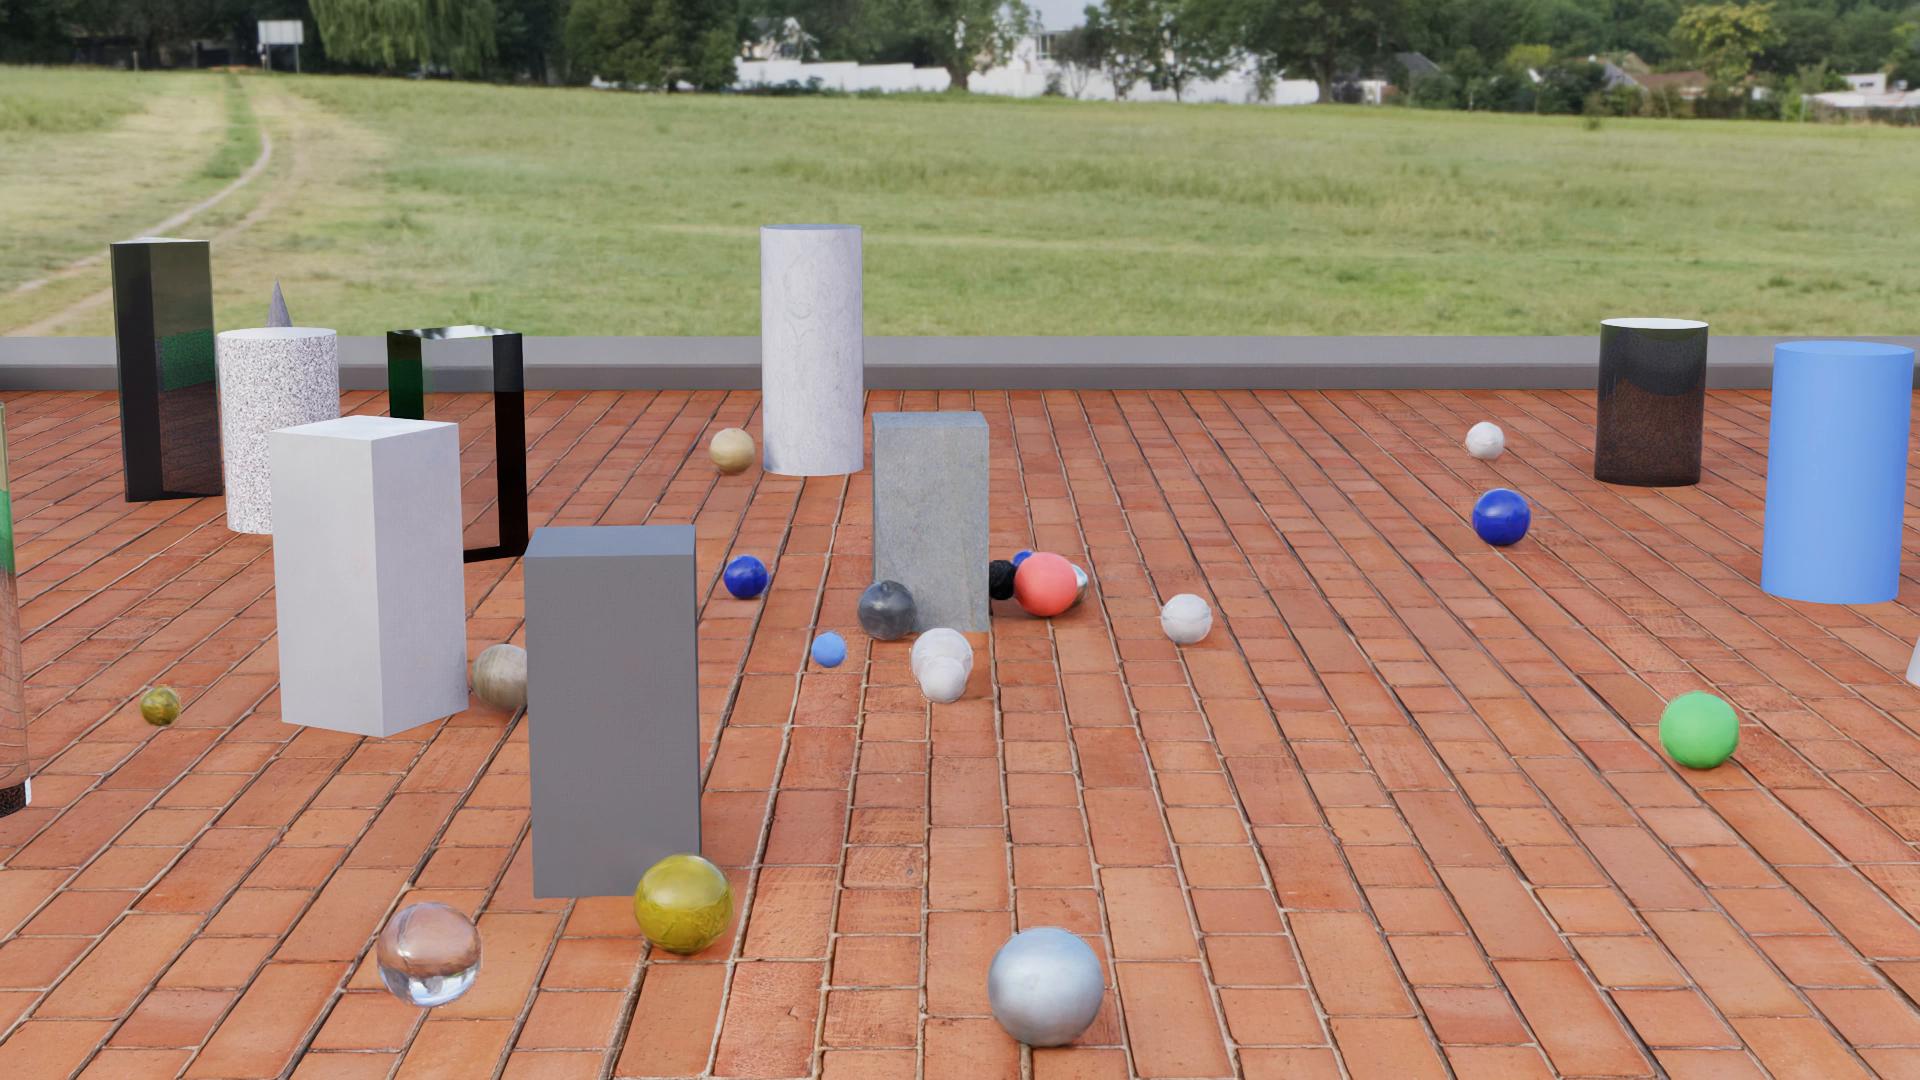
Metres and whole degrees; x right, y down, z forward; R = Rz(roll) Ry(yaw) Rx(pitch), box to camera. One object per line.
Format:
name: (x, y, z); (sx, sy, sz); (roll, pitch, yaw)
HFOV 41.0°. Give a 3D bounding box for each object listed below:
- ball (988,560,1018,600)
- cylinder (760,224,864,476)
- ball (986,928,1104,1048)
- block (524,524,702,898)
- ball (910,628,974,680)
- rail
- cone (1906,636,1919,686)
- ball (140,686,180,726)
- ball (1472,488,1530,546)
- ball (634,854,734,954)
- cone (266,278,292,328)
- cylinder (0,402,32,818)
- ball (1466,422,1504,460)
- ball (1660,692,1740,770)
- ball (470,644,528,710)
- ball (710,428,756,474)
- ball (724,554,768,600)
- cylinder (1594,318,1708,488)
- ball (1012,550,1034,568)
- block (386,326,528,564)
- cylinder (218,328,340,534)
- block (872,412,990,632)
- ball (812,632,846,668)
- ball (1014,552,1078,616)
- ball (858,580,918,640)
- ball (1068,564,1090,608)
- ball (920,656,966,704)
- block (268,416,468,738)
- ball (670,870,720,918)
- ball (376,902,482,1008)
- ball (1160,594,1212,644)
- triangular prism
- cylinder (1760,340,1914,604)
ball: (0.055, 0.054, 3.454); (0.055, 0.055, 0.055); (0, 11, 0)
cylinder: (-0.264, -0.343, 4.590); (0.181, 0.433, 0.181); (0, 11, 0)
ball: (0.064, 0.334, 1.916); (0.088, 0.088, 0.088); (0, 11, 0)
block: (-0.308, 0.151, 2.304); (0.145, 0.306, 0.145); (-1, 11, -5)
ball: (-0.021, 0.139, 2.996); (0.074, 0.074, 0.074); (0, 11, 0)
rail: (-0.013, -0.390, 5.690); (4.384, 0.118, 0.045); (0, 11, 0)
cone: (1.216, -0.012, 3.005); (0.181, 0.366, 0.181); (0, 11, 0)
ball: (-0.885, 0.184, 2.838); (0.043, 0.043, 0.043); (0, 11, 0)
ball: (0.818, -0.034, 3.880); (0.088, 0.088, 0.088); (0, 11, 0)
ball: (-0.228, 0.300, 2.115); (0.082, 0.082, 0.082); (0, 11, 0)
cone: (-1.219, -0.300, 4.606); (0.181, 0.344, 0.181); (0, 11, 0)
cylinder: (-1.013, 0.069, 2.498); (0.181, 0.395, 0.181); (0, 11, 0)
ball: (0.964, -0.181, 4.708); (0.071, 0.071, 0.071); (0, 11, 0)
ball: (0.769, 0.198, 2.664); (0.079, 0.079, 0.079); (0, 11, 0)
ball: (-0.511, 0.154, 2.876); (0.075, 0.075, 0.075); (0, 11, 0)
ball: (-0.403, -0.158, 4.555); (0.083, 0.083, 0.083); (0, 11, 0)
ball: (-0.292, 0.050, 3.503); (0.061, 0.061, 0.061); (0, 11, 0)
cylinder: (1.207, -0.242, 4.483); (0.181, 0.274, 0.181); (0, 11, 0)
ball: (0.093, 0.035, 3.638); (0.041, 0.041, 0.041); (0, 11, 0)
block: (-0.743, -0.143, 3.799); (0.145, 0.331, 0.145); (-8, 13, -38)
cylinder: (-1.069, -0.175, 4.045); (0.181, 0.303, 0.181); (0, 11, 0)
block: (-0.040, -0.026, 3.350); (0.145, 0.266, 0.145); (-1, 11, -3)
ball: (-0.159, 0.133, 3.110); (0.042, 0.042, 0.042); (0, 11, 0)
ball: (0.113, 0.058, 3.384); (0.085, 0.085, 0.085); (0, 11, 0)
ball: (-0.092, 0.089, 3.256); (0.076, 0.076, 0.076); (0, 11, 0)
ball: (0.146, 0.062, 3.452); (0.058, 0.058, 0.058); (0, 11, 0)
ball: (-0.019, 0.160, 2.937); (0.053, 0.053, 0.053); (0, 11, 0)
block: (-0.656, 0.037, 2.854); (0.145, 0.327, 0.145); (6, 12, 28)
ball: (-0.227, 0.304, 2.203); (0.042, 0.042, 0.042); (0, 11, 0)
ball: (-0.413, 0.323, 1.997); (0.081, 0.081, 0.081); (0, 11, 0)
ball: (0.285, 0.100, 3.230); (0.065, 0.065, 0.065); (0, 11, 0)
triangular prism: (-1.346, -0.291, 4.323); (0.157, 0.429, 0.136); (-5, 12, -25)
cylinder: (1.206, -0.096, 3.531); (0.181, 0.338, 0.181); (0, 11, 0)
